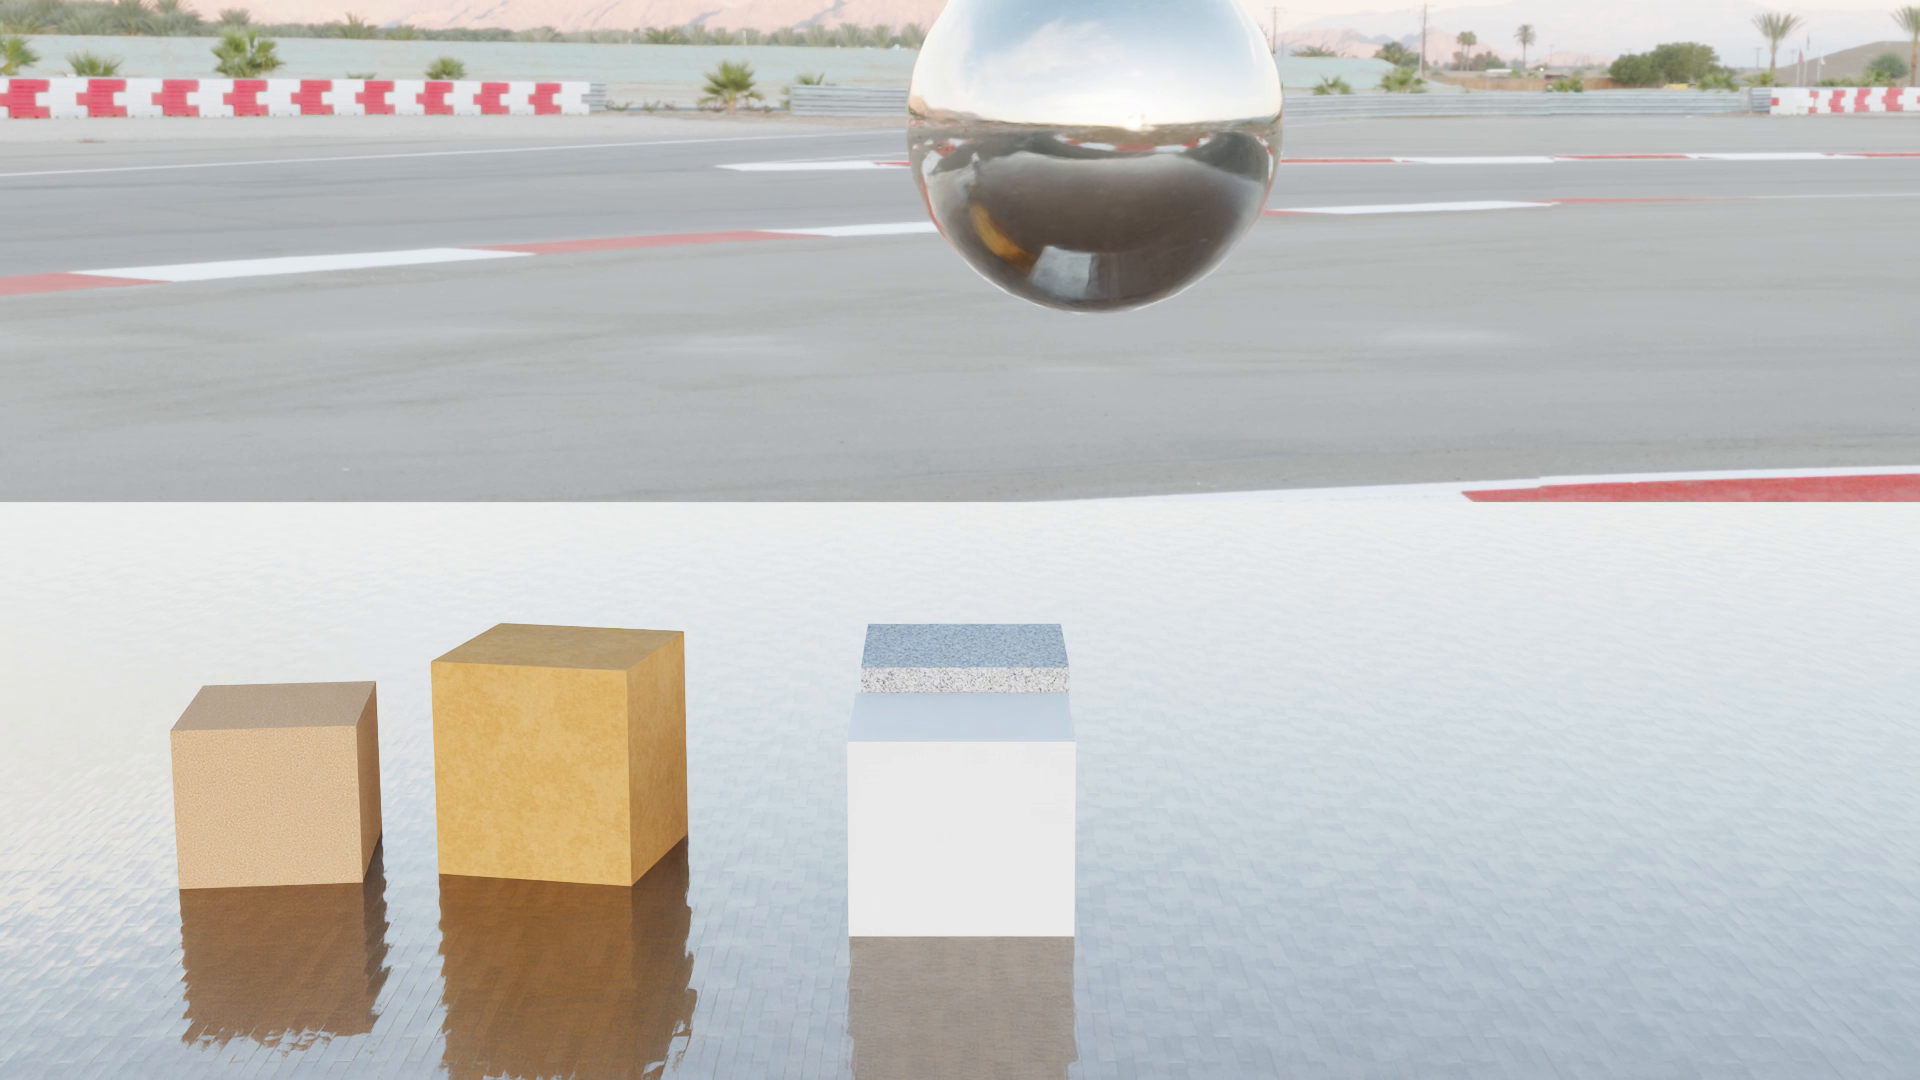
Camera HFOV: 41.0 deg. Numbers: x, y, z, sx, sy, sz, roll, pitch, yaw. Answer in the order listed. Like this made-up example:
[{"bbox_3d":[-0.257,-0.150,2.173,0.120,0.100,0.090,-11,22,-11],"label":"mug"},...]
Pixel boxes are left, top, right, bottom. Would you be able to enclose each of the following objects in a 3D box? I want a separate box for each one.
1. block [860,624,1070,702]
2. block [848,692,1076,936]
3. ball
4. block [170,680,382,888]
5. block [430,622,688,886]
[{"bbox_3d":[0.022,0.939,11.790,0.915,0.935,0.913,0,10,0],"label":"block"},{"bbox_3d":[0.006,1.152,10.921,0.930,0.826,0.843,0,10,0],"label":"block"},{"bbox_3d":[0.568,-1.756,10.861,1.600,1.600,1.600,0,10,0],"label":"ball"},{"bbox_3d":[-3.068,1.090,11.588,0.786,0.710,0.845,-1,10,-7],"label":"block"},{"bbox_3d":[-1.796,0.951,11.631,0.898,0.967,0.824,2,11,11],"label":"block"}]
